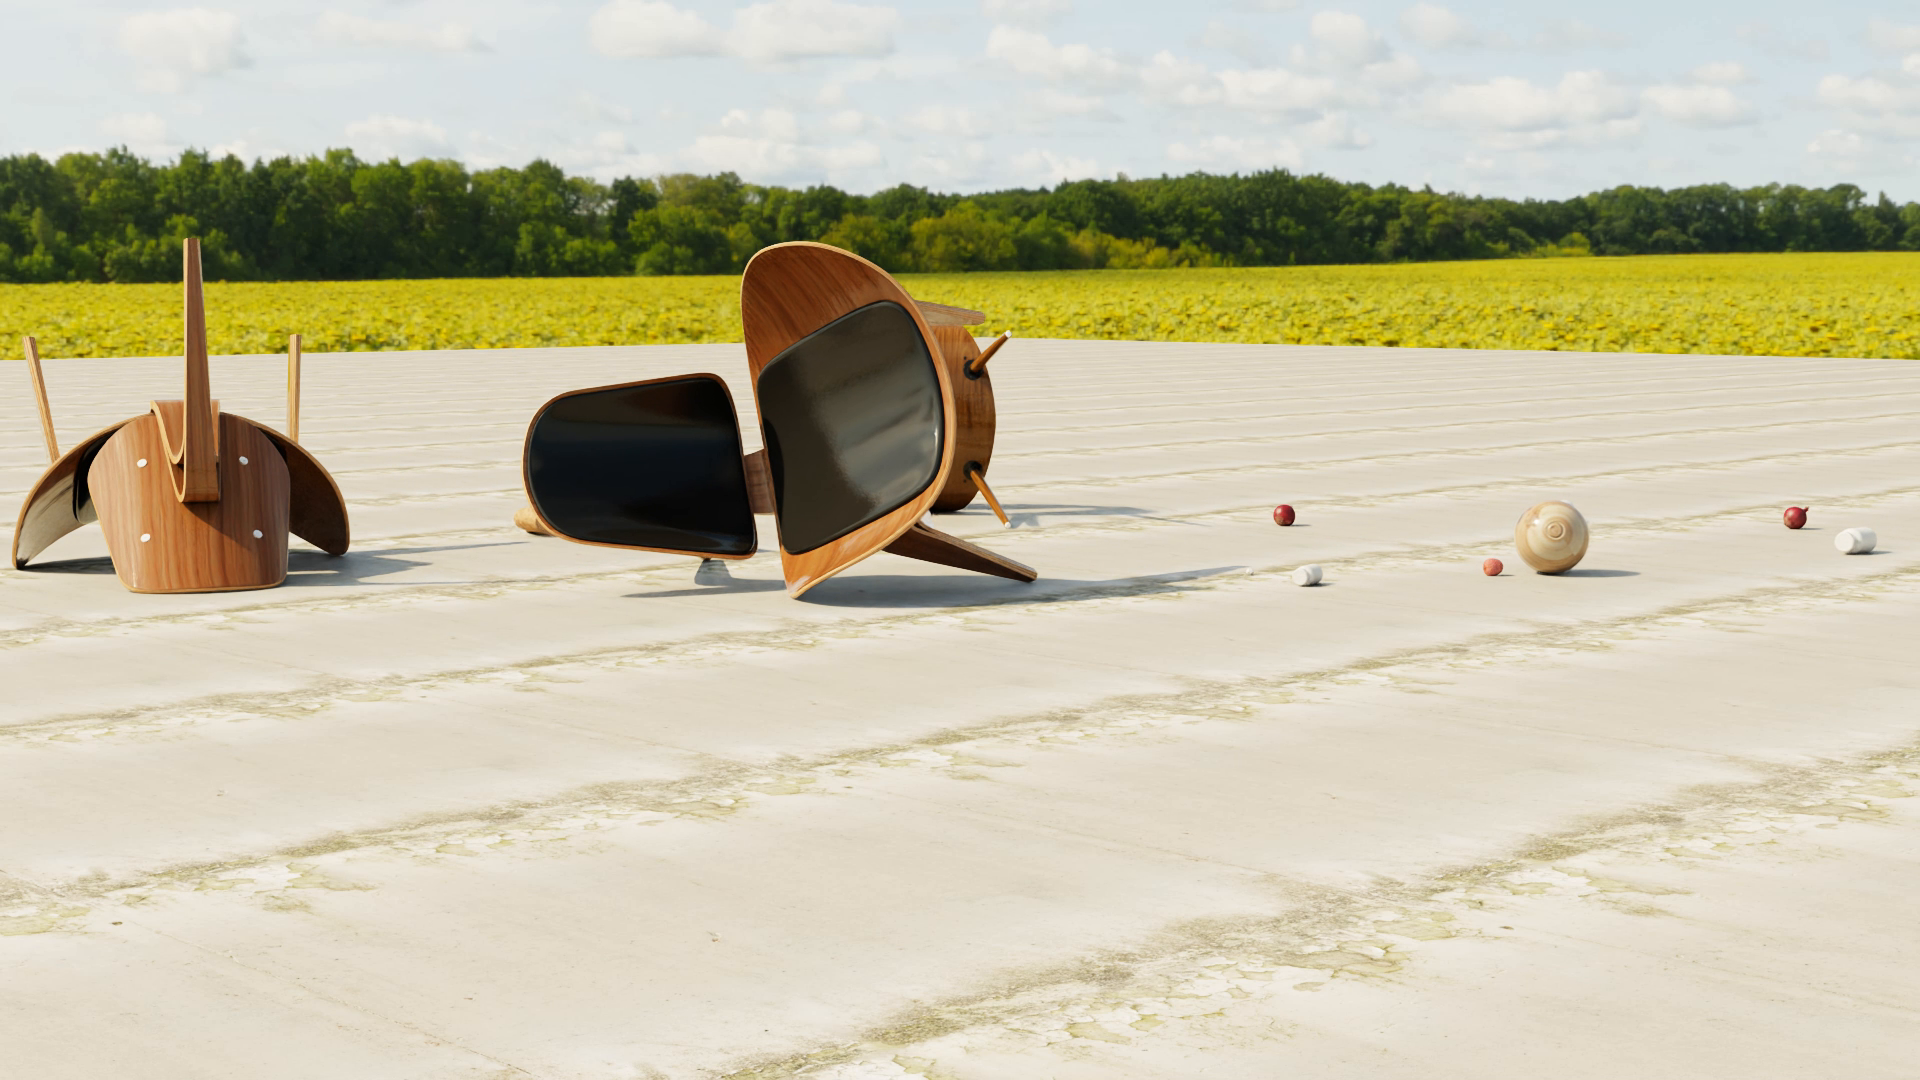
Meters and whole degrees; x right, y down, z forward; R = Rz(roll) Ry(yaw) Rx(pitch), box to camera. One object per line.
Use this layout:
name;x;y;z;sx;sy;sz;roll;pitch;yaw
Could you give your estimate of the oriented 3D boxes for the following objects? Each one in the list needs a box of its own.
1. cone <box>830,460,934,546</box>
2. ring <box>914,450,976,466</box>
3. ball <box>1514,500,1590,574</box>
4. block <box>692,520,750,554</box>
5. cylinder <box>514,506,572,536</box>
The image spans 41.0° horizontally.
cone;-0.229;-0.043;6.318;0.235;0.250;0.206;-26;35;22
ring;-0.053;-0.288;8.966;0.254;0.050;0.132;4;6;39
ball;1.309;-0.007;5.677;0.164;0.164;0.164;0;6;0
block;-0.574;-0.007;6.153;0.086;0.067;0.114;-5;8;-42
cylinder;-1.064;-0.047;6.551;0.106;0.065;0.125;8;0;-36
